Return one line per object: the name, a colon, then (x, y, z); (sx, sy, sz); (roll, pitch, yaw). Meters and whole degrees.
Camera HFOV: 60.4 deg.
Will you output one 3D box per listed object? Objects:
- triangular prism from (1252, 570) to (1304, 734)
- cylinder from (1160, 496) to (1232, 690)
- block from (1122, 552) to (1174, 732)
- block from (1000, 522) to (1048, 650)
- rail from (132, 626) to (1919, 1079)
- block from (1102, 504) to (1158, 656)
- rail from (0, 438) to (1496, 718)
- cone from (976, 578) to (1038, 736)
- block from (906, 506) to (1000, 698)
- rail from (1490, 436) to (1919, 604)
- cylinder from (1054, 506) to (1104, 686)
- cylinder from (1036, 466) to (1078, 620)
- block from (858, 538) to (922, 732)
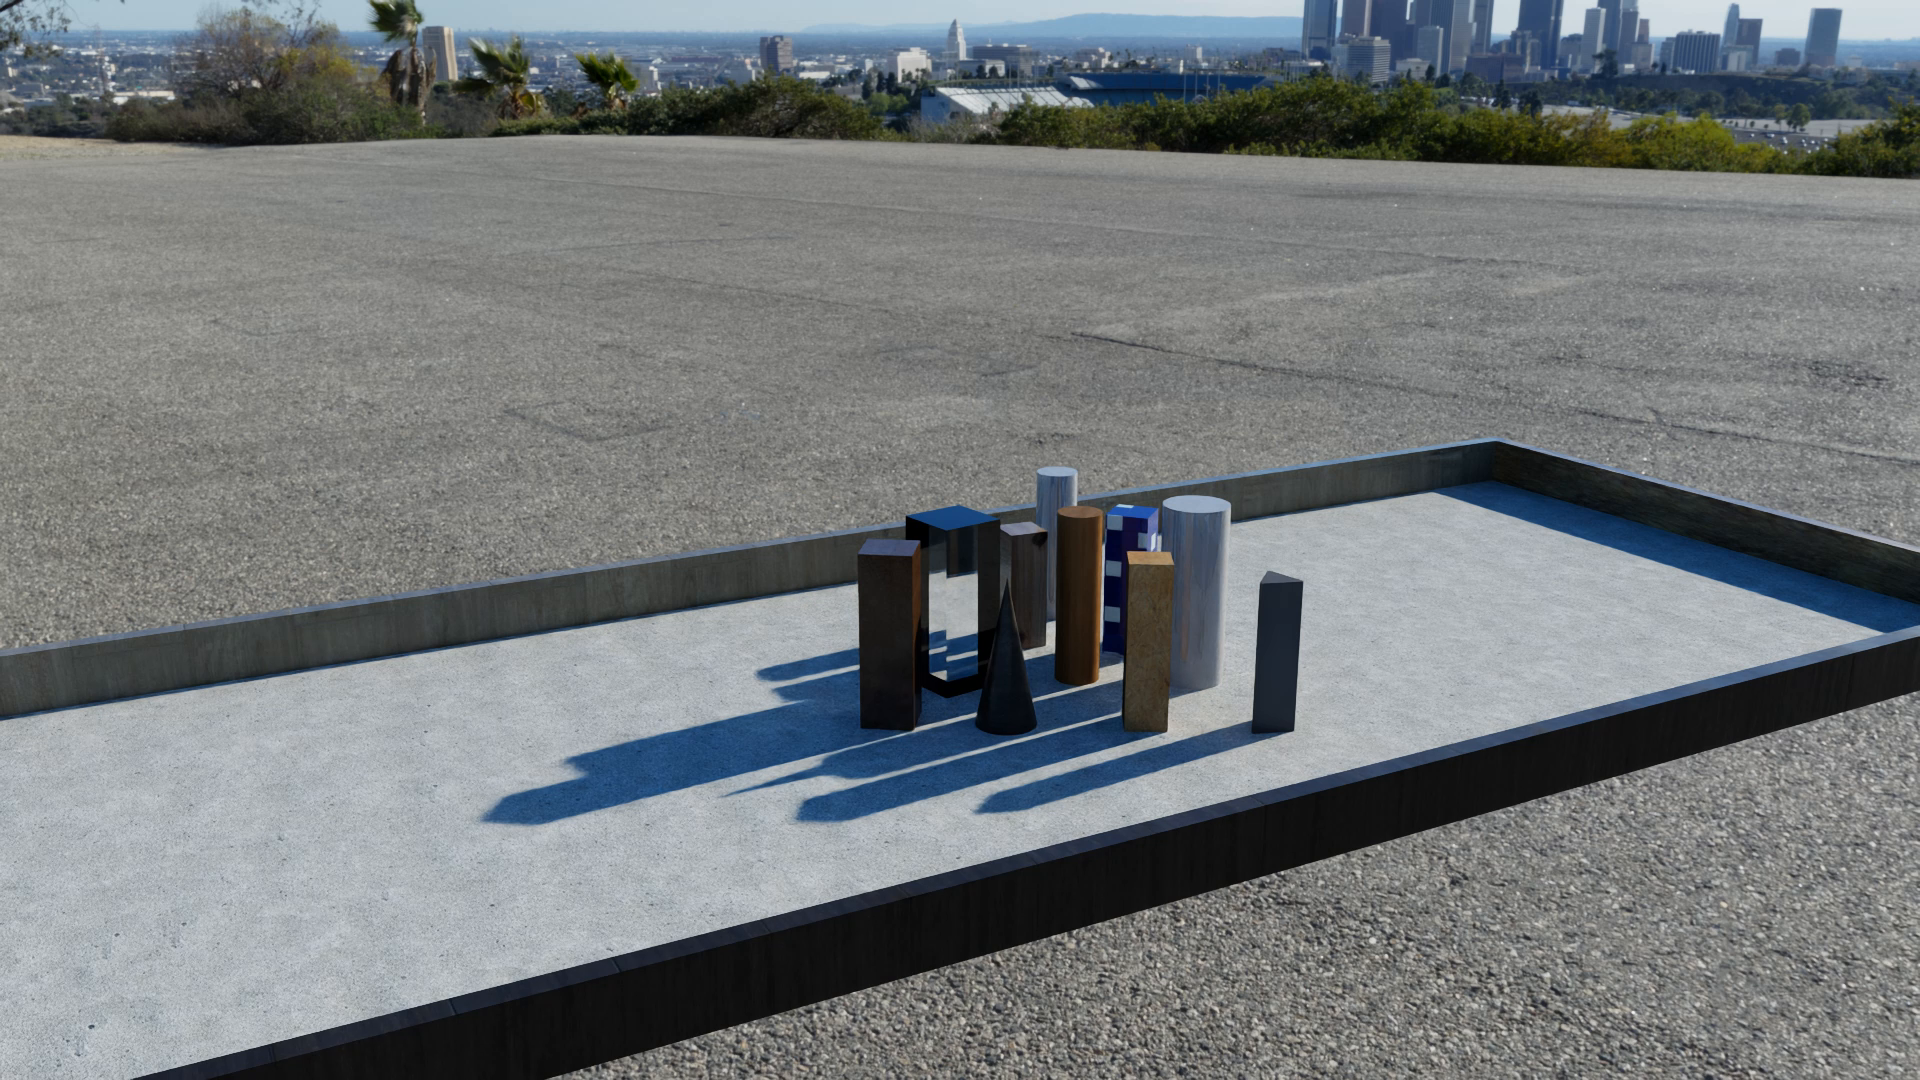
triangular prism: (0.722, 0.259, 3.825); (0.103, 0.366, 0.089); (-3, 17, -9)
cylinder: (0.580, 0.130, 4.105); (0.166, 0.455, 0.166); (0, 16, 0)
block: (0.435, 0.237, 3.827); (0.100, 0.408, 0.100); (1, 16, 2)
block: (0.161, 0.122, 4.377); (0.104, 0.317, 0.104); (-7, 18, -22)
rail: (-2.336, 1.006, 1.665); (12.000, 0.150, 0.050); (-9, 18, -27)
block: (0.447, 0.106, 4.324); (0.111, 0.377, 0.111); (6, 17, 20)
rail: (-3.305, 0.497, 3.399); (12.000, 0.150, 0.050); (-9, 18, -27)
cone: (0.109, 0.258, 3.836); (0.147, 0.362, 0.147); (0, 16, 0)
block: (-0.018, 0.150, 4.084); (0.165, 0.428, 0.165); (-12, 20, -36)
rail: (2.466, -0.048, 5.253); (0.050, 0.150, 2.100); (-9, 18, -27)
cylinder: (0.295, 0.139, 4.112); (0.112, 0.434, 0.112); (0, 16, 0)
cylinder: (0.268, 0.008, 4.597); (0.113, 0.411, 0.113); (0, 16, 0)
block: (-0.162, 0.221, 3.848); (0.125, 0.426, 0.125); (2, 17, 7)
